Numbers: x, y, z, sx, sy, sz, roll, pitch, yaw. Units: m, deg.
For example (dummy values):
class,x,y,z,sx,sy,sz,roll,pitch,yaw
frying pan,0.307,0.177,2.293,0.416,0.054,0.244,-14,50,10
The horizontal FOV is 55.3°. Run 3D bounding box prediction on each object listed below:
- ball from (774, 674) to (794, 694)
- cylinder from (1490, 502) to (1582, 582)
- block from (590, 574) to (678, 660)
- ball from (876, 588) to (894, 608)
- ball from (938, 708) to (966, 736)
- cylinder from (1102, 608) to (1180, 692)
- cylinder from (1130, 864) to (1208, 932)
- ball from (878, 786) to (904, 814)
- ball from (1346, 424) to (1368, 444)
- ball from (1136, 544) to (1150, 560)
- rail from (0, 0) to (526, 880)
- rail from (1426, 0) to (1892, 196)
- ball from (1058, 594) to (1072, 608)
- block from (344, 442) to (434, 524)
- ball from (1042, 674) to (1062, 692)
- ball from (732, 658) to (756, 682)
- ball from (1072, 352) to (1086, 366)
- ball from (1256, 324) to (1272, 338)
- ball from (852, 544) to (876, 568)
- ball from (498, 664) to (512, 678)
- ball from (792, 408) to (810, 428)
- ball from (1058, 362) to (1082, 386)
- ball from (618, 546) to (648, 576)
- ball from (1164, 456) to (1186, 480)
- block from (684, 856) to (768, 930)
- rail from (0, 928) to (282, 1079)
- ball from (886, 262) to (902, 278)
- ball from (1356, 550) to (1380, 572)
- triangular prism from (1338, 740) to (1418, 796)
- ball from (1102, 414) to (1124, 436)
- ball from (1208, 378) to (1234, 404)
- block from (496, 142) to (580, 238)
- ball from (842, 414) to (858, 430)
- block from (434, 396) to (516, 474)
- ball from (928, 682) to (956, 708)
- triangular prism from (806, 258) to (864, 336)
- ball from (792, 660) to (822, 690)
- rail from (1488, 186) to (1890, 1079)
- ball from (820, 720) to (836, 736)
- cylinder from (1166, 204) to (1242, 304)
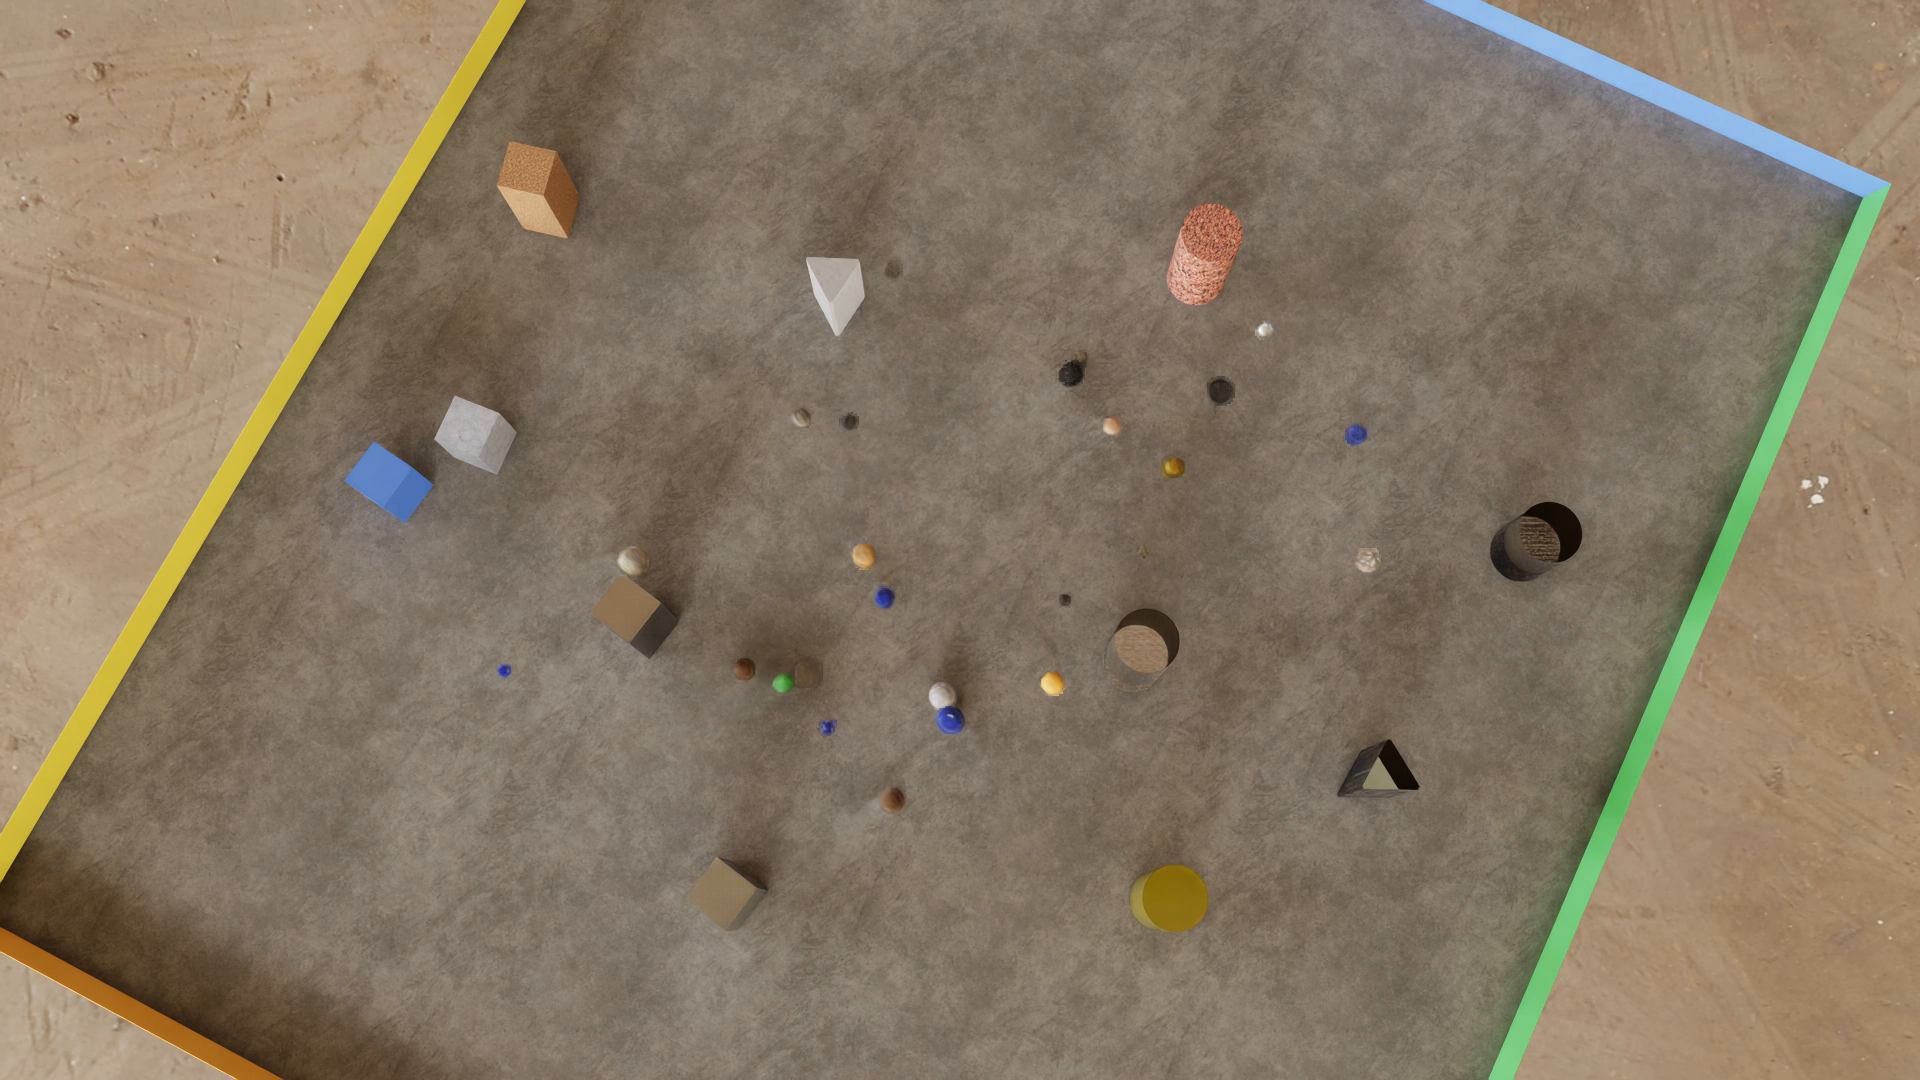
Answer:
class,x,y,z,sx,sy,sz,roll,pitch,yaw
ball,-0.529,0.430,5.497,0.059,0.059,0.059,0,78,0
cylinder,1.713,0.008,5.460,0.182,0.304,0.182,0,78,0
block,-0.954,0.228,5.395,0.145,0.341,0.145,36,81,7
ball,-0.227,0.176,5.550,0.059,0.059,0.059,0,78,0
ball,-0.027,0.540,5.462,0.083,0.083,0.083,0,78,0
cylinder,0.522,0.325,5.322,0.182,0.445,0.182,0,78,0
cylinder,0.591,1.021,5.212,0.182,0.379,0.182,0,78,0
ball,-0.203,0.769,5.417,0.079,0.079,0.079,0,78,0
ball,1.225,-0.328,5.651,0.064,0.064,0.064,0,78,0
ball,0.558,0.037,5.587,0.043,0.043,0.043,0,78,0
rail,-1.856,-0.902,5.742,0.045,0.118,4.627,26,80,5
rail,1.024,-2.000,5.968,4.197,0.118,0.045,26,80,5
ball,0.318,0.183,5.557,0.042,0.042,0.042,0,78,0
block,-1.724,-0.173,5.540,0.145,0.219,0.145,33,80,6
ball,0.277,0.428,5.493,0.057,0.057,0.057,0,78,0
ball,-0.647,0.389,5.501,0.069,0.069,0.069,0,78,0
ball,0.371,-0.562,5.708,0.048,0.048,0.048,0,78,0
ball,0.952,-0.654,5.727,0.049,0.049,0.049,0,78,0
ball,-0.292,0.047,5.569,0.073,0.073,0.073,0,78,0
ball,-1.370,0.392,5.514,0.043,0.043,0.043,0,78,0
ball,-0.489,-0.377,5.665,0.057,0.057,0.057,0,78,0
ball,0.343,-0.513,5.685,0.074,0.074,0.074,0,78,0
ball,-0.992,0.062,5.557,0.091,0.091,0.091,0,78,0
ball,0.659,-0.221,5.627,0.068,0.068,0.068,0,78,0
block,-0.666,1.016,5.252,0.145,0.302,0.145,36,81,7
rail,-1.024,2.012,5.139,4.197,0.118,0.045,26,80,5
ball,-0.209,-0.848,5.766,0.051,0.051,0.051,0,78,0
ball,1.238,0.063,5.567,0.071,0.071,0.071,0,78,0
triangular prism,1.204,0.661,5.301,0.157,0.350,0.136,0,78,0
ball,0.470,-0.353,5.660,0.069,0.069,0.069,0,78,0
ball,0.807,-0.460,5.672,0.077,0.077,0.077,0,78,0
block,-1.298,-1.077,5.659,0.145,0.352,0.145,13,79,3
ball,-0.342,-0.363,5.667,0.048,0.048,0.048,0,78,0
block,-1.469,-0.317,5.568,0.145,0.223,0.145,21,79,4
ball,-0.053,0.465,5.479,0.080,0.080,0.080,0,78,0
triangular prism,-0.400,-0.773,5.612,0.136,0.320,0.157,32,80,6
ball,-0.459,0.402,5.487,0.091,0.091,0.091,0,78,0
rail,1.856,0.915,5.366,0.045,0.118,4.627,26,80,5
ball,-0.394,0.560,5.476,0.048,0.048,0.048,0,78,0
cylinder,0.744,-0.868,5.597,0.182,0.389,0.182,0,78,0
